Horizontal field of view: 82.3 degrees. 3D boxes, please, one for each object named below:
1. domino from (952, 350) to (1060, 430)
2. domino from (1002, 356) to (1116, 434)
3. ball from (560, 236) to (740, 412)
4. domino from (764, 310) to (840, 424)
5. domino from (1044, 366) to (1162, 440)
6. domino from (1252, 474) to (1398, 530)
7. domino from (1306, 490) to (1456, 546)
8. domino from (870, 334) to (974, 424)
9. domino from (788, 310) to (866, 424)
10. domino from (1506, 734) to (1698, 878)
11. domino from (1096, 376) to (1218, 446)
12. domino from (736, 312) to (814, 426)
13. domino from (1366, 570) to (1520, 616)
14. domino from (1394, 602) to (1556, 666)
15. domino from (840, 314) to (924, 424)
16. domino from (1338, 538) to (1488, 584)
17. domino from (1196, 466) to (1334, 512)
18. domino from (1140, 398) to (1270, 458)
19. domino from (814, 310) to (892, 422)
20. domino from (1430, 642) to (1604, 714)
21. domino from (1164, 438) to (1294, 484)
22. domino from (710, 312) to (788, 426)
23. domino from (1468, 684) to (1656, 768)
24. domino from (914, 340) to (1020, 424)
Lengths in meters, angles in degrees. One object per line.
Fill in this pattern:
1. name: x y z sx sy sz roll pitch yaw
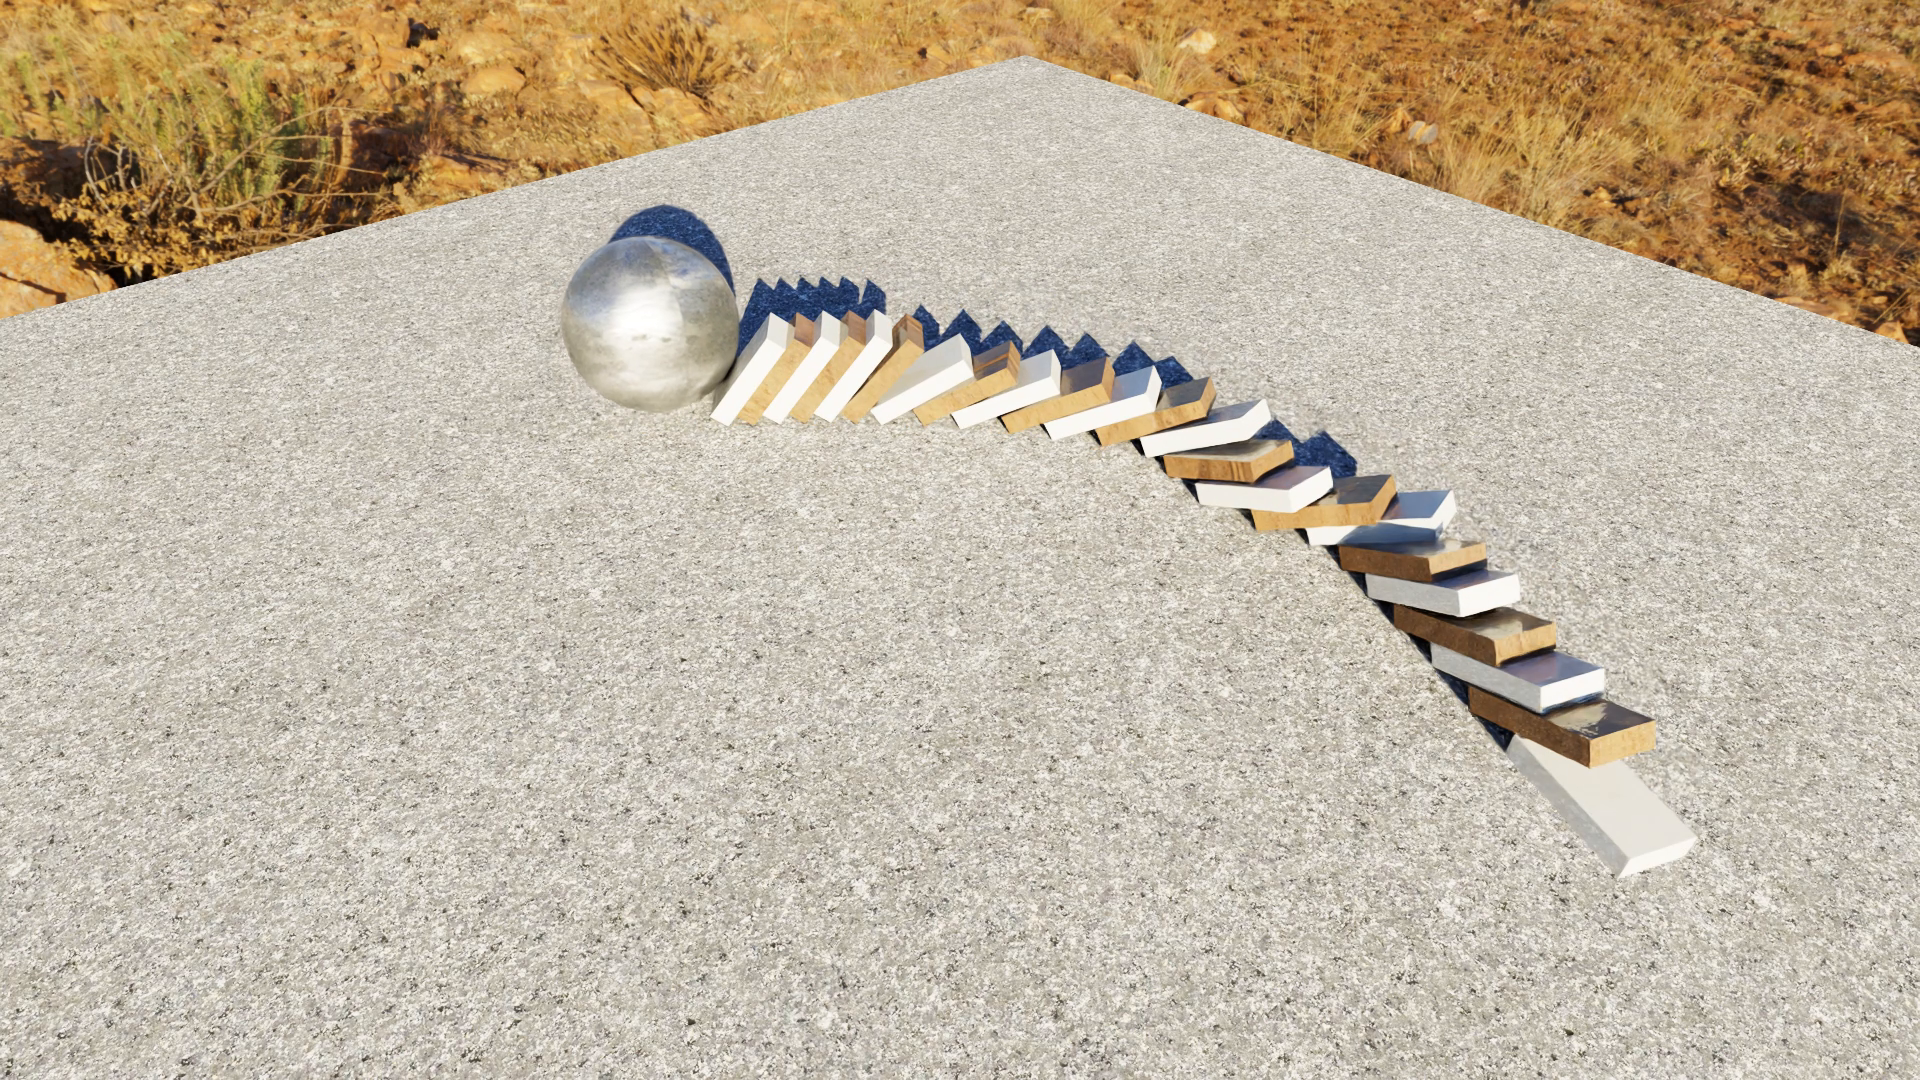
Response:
1. domino: 0.022 -0.070 0.513 0.050 0.009 0.025 -18 35 20
2. domino: 0.045 -0.067 0.507 0.050 0.009 0.025 -16 32 25
3. ball: -0.142 -0.099 0.509 0.080 0.080 0.080 0 39 0
4. domino: -0.074 -0.080 0.513 0.009 0.050 0.025 29 31 -25
5. domino: 0.065 -0.062 0.502 0.050 0.009 0.025 -14 32 29
6. domino: 0.147 -0.015 0.444 0.050 0.009 0.025 -3 27 43
7. domino: 0.166 -0.009 0.436 0.050 0.010 0.025 -3 25 43
8. domino: -0.018 -0.076 0.517 0.050 0.009 0.025 -26 37 16
9. domino: -0.062 -0.081 0.514 0.010 0.050 0.025 29 31 -25
10. domino: 0.200 0.080 0.346 0.025 0.010 0.050 -12 41 -14
11. domino: 0.088 -0.058 0.495 0.050 0.010 0.025 -13 27 31
12. domino: -0.086 -0.080 0.512 0.010 0.050 0.025 29 31 -25
13. domino: 0.175 0.017 0.402 0.025 0.009 0.050 -13 8 -15
14. domino: 0.181 0.030 0.390 0.025 0.010 0.050 -13 15 -15
15. domino: -0.037 -0.080 0.514 0.010 0.050 0.025 32 30 -27
16. domino: 0.170 0.006 0.416 0.025 0.009 0.050 -13 9 -17
17. domino: 0.125 -0.022 0.453 0.025 0.010 0.050 -26 19 -28
18. domino: 0.107 -0.049 0.482 0.050 0.010 0.025 -8 20 43
19. domino: -0.050 -0.081 0.514 0.009 0.050 0.025 29 31 -25
20. domino: 0.188 0.043 0.374 0.025 0.009 0.050 -13 15 -15
21. domino: 0.114 -0.035 0.469 0.025 0.009 0.050 -26 20 -28
22. domino: -0.098 -0.079 0.512 0.009 0.050 0.025 29 31 -25
23. domino: 0.194 0.057 0.357 0.025 0.009 0.050 -12 15 -15
24. domino: 0.003 -0.073 0.513 0.050 0.010 0.025 -21 34 23
